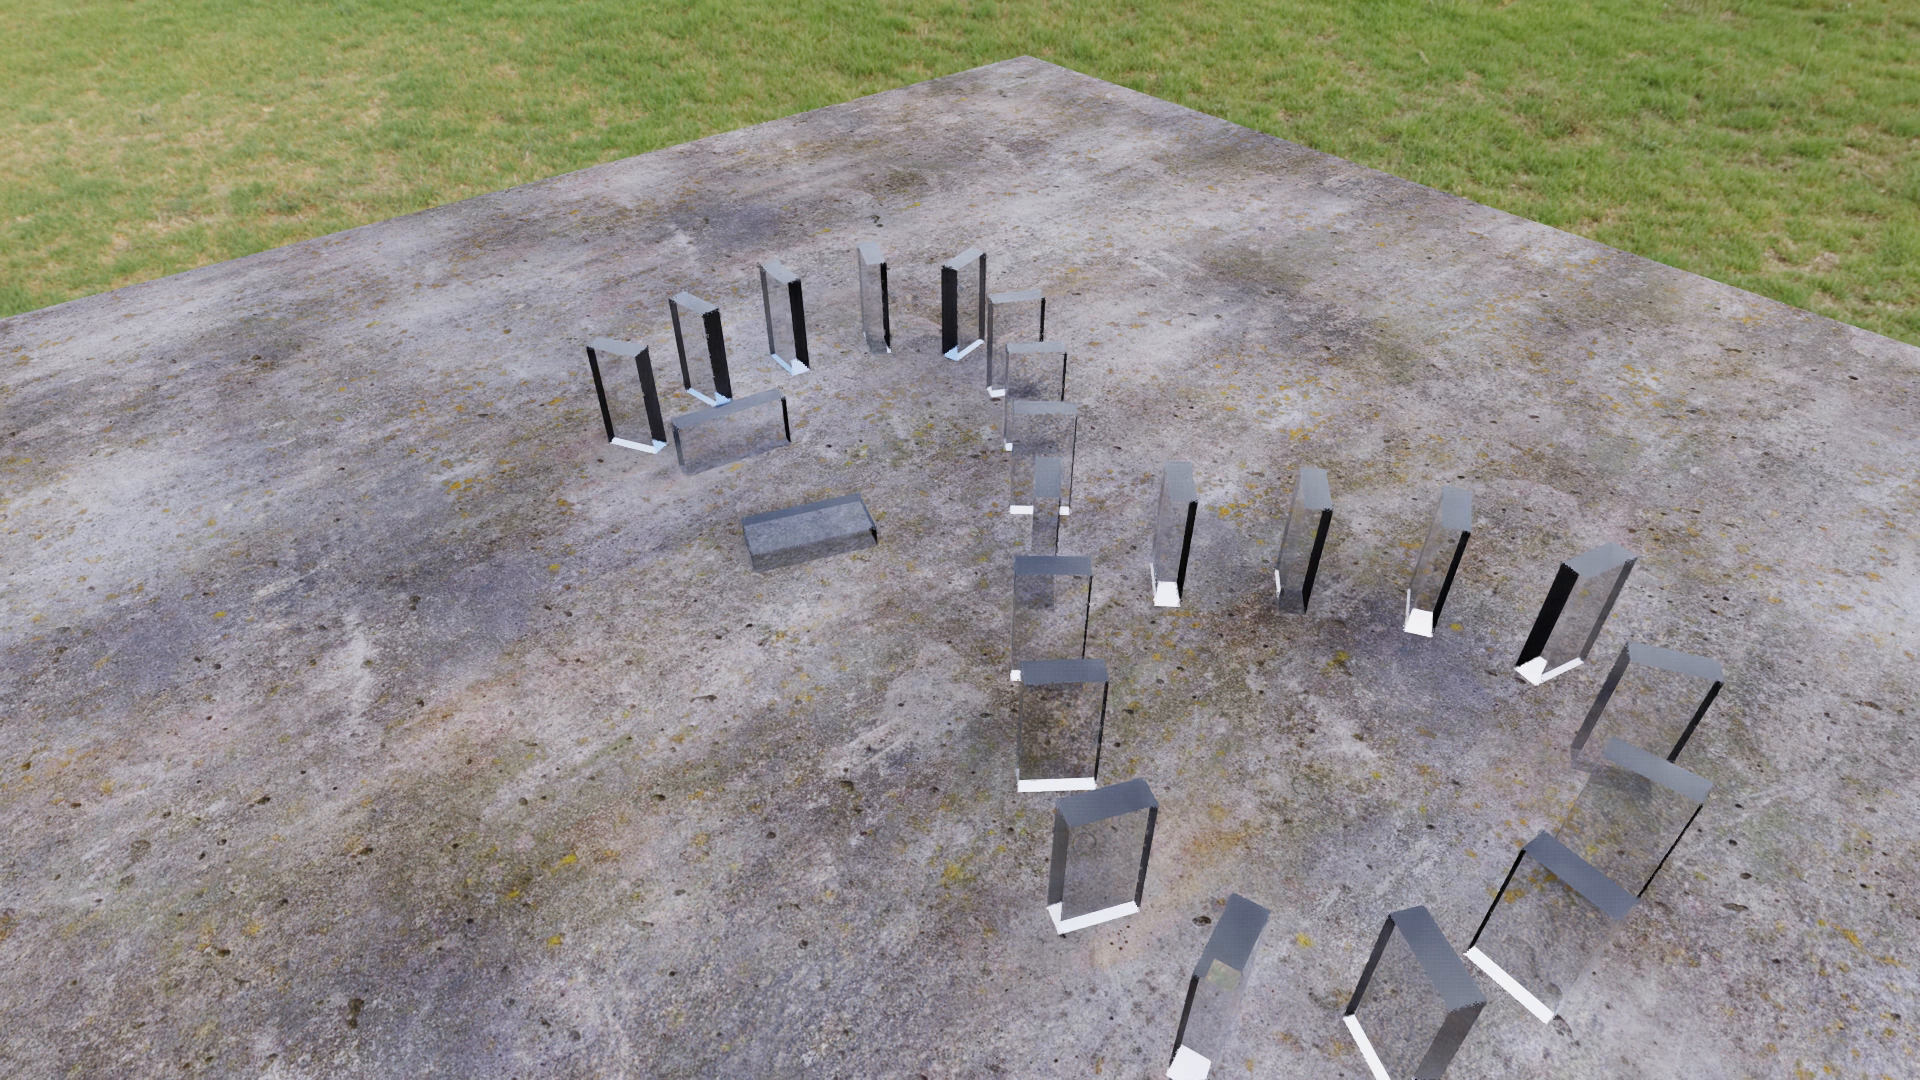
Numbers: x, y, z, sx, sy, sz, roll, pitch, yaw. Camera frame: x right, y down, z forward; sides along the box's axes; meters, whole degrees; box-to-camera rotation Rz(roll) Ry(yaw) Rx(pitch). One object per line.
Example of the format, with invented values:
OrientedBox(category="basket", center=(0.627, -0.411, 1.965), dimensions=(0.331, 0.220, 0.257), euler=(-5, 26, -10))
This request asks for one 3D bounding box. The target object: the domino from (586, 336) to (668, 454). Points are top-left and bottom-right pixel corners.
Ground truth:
OrientedBox(category="domino", center=(-0.148, -0.064, 0.490), dimensions=(0.025, 0.050, 0.010), euler=(14, 41, 16))

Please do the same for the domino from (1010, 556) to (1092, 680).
OrientedBox(category="domino", center=(0.031, 0.028, 0.378), dimensions=(0.025, 0.050, 0.010), euler=(1, 39, 1))

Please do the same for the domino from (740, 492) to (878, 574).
OrientedBox(category="domino", center=(-0.061, -0.003, 0.448), dimensions=(0.050, 0.010, 0.025), euler=(-13, 41, -15))

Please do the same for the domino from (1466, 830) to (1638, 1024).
OrientedBox(category="domino", center=(0.153, 0.102, 0.287), dimensions=(0.010, 0.050, 0.025), euler=(-25, 45, -27))

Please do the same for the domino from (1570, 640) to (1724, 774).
OrientedBox(category="domino", center=(0.213, 0.055, 0.344), dimensions=(0.025, 0.050, 0.009), euler=(13, 41, 16))

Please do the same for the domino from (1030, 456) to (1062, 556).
OrientedBox(category="domino", center=(0.032, -0.004, 0.416), dimensions=(0.009, 0.050, 0.025), euler=(3, 39, 3))

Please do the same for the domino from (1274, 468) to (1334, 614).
OrientedBox(category="domino", center=(0.128, 0.001, 0.411), dimensions=(0.009, 0.050, 0.025), euler=(5, 40, 7))

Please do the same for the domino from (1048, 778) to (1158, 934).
OrientedBox(category="domino", center=(0.039, 0.088, 0.304), dimensions=(0.025, 0.050, 0.009), euler=(-11, 41, -13))

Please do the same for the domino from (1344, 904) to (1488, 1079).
OrientedBox(category="domino", center=(0.110, 0.116, 0.270), dimensions=(0.009, 0.050, 0.025), euler=(-9, 40, -11))

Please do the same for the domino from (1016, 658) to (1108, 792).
OrientedBox(category="domino", center=(0.031, 0.058, 0.341), dimensions=(0.025, 0.050, 0.010), euler=(-2, 39, -2))

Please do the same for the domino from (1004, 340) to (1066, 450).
OrientedBox(category="domino", center=(0.033, -0.064, 0.489), dimensions=(0.025, 0.050, 0.009), euler=(-3, 39, -3))

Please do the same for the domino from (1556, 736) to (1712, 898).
OrientedBox(category="domino", center=(0.188, 0.081, 0.312), dimensions=(0.025, 0.050, 0.009), euler=(28, 47, 30))

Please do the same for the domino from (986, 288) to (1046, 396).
OrientedBox(category="domino", center=(0.026, -0.094, 0.526), dimensions=(0.025, 0.050, 0.010), euler=(-9, 40, -11))

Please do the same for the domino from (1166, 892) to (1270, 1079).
OrientedBox(category="domino", center=(0.064, 0.113, 0.273), dimensions=(0.009, 0.050, 0.025), euler=(22, 44, 24))

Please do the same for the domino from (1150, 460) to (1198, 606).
OrientedBox(category="domino", center=(0.080, -0.002, 0.414), dimensions=(0.010, 0.050, 0.025), euler=(2, 39, 3))

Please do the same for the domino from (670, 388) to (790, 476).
OrientedBox(category="domino", center=(-0.101, -0.048, 0.490), dimensions=(0.050, 0.025, 0.009), euler=(-21, 44, -24))

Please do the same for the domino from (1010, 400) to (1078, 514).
OrientedBox(category="domino", center=(0.034, -0.033, 0.452), dimensions=(0.025, 0.050, 0.010), euler=(1, 39, 2))

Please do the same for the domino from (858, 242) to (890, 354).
OrientedBox(category="domino", center=(-0.044, -0.123, 0.562), dimensions=(0.010, 0.050, 0.025), euler=(-10, 40, -12))

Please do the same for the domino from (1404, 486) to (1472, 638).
OrientedBox(category="domino", center=(0.174, 0.008, 0.401), dimensions=(0.009, 0.050, 0.025), euler=(13, 41, 15))

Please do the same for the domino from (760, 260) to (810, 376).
OrientedBox(category="domino", center=(-0.087, -0.110, 0.546), dimensions=(0.009, 0.050, 0.025), euler=(-24, 45, -26))

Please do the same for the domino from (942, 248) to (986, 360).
OrientedBox(category="domino", center=(0.002, -0.119, 0.557), dimensions=(0.009, 0.050, 0.025), euler=(24, 45, 26))

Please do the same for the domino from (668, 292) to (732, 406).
OrientedBox(category="domino", center=(-0.122, -0.090, 0.521), dimensions=(0.025, 0.050, 0.009), euler=(29, 48, 31))

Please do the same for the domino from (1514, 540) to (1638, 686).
OrientedBox(category="domino", center=(0.212, 0.026, 0.380), dimensions=(0.025, 0.050, 0.009), euler=(-18, 43, -21))
